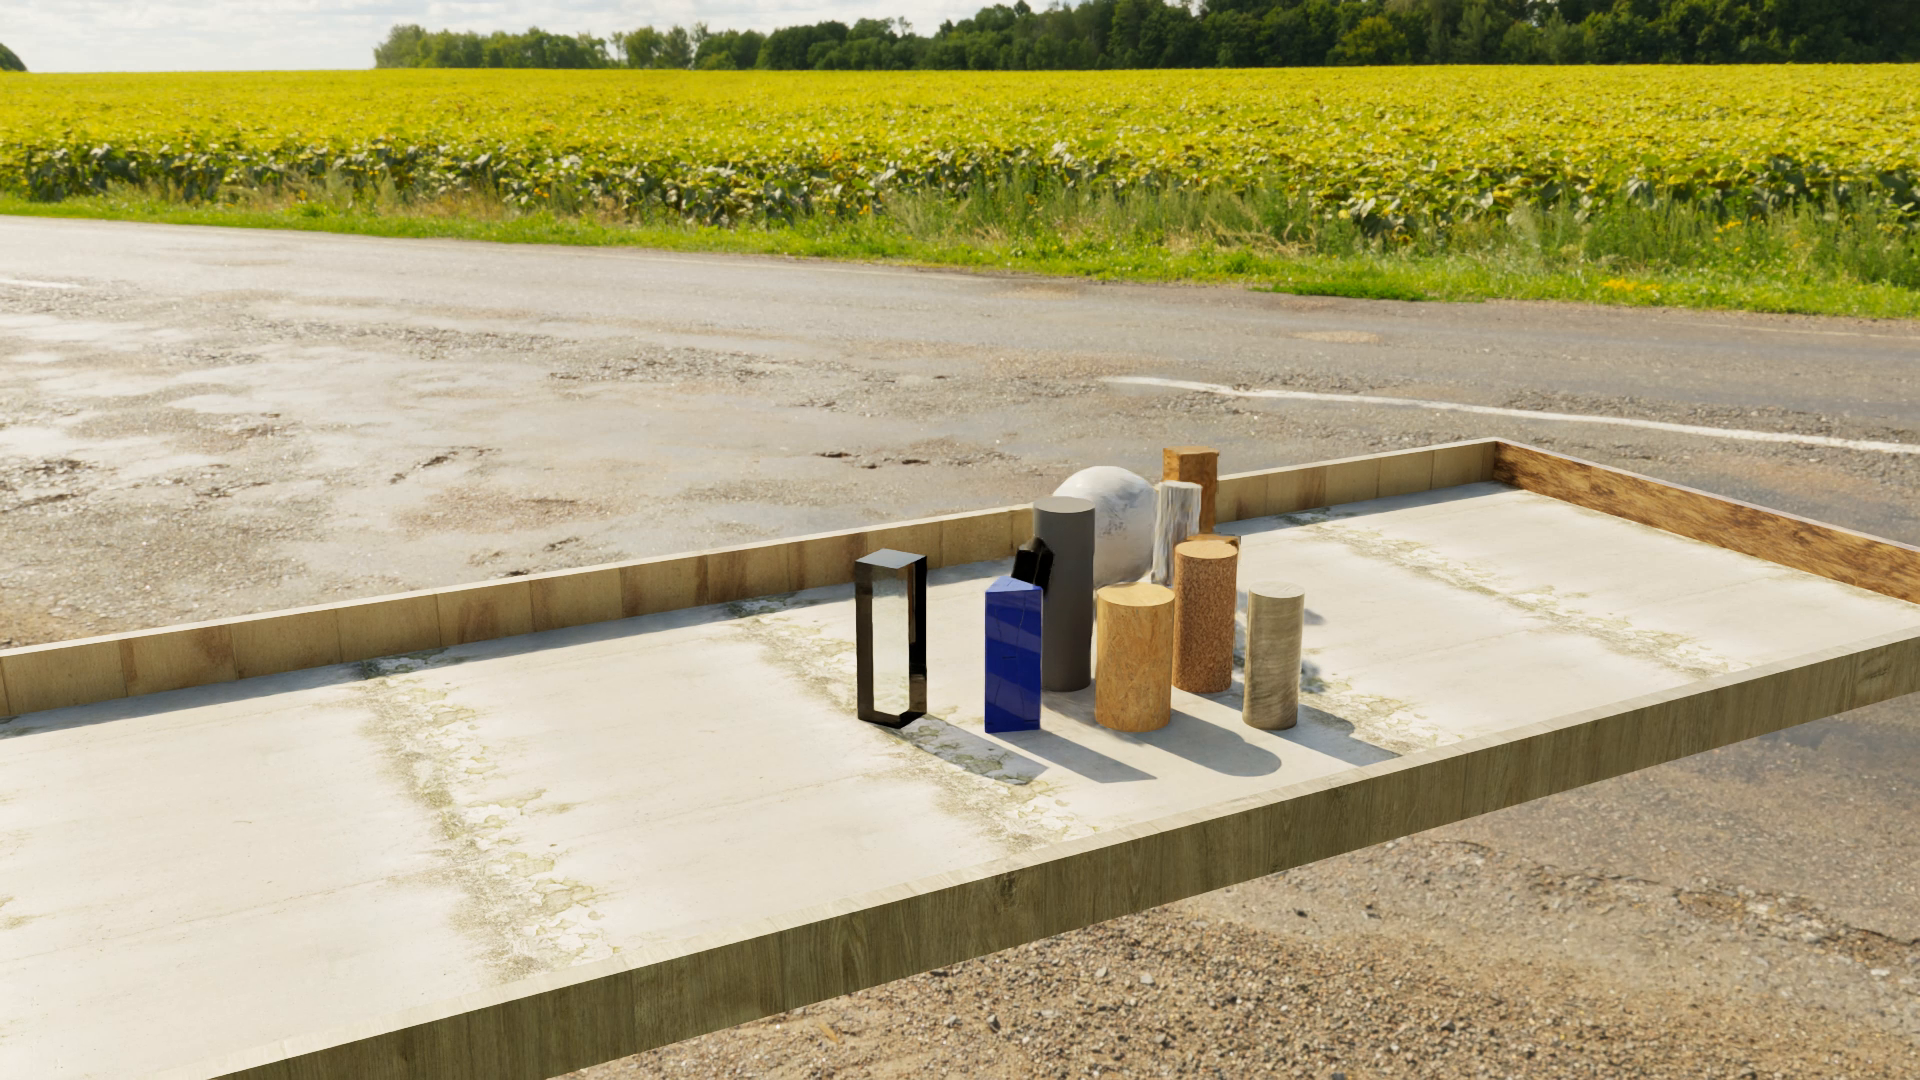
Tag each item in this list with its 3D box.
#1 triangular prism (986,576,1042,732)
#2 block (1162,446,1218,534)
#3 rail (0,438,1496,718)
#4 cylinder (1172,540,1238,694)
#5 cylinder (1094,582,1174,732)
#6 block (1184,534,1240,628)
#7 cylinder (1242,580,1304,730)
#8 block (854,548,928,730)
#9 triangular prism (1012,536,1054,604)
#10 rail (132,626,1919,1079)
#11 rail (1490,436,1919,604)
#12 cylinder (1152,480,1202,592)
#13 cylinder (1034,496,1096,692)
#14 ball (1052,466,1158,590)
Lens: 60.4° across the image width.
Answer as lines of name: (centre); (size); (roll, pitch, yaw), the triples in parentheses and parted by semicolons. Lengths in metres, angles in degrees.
triangular prism: (0.112, 0.263, 3.847); (0.132, 0.345, 0.115); (-3, 17, -10)
block: (0.667, -0.066, 4.844); (0.119, 0.402, 0.119); (-2, 13, -16)
rail: (-3.305, 0.497, 3.399); (12.000, 0.150, 0.050); (-9, 18, -27)
cylinder: (0.604, 0.190, 4.090); (0.152, 0.348, 0.152); (0, 16, 0)
cylinder: (0.410, 0.273, 3.876); (0.178, 0.309, 0.178); (0, 16, 0)
block: (0.650, 0.144, 4.302); (0.105, 0.301, 0.105); (8, 13, 35)
cylinder: (0.732, 0.270, 3.857); (0.127, 0.326, 0.127); (0, 16, 0)
block: (-0.161, 0.231, 3.872); (0.119, 0.393, 0.119); (10, 19, 30)
triangular prism: (0.153, 0.172, 4.064); (0.088, 0.381, 0.076); (10, 30, -1)
rail: (-2.336, 1.006, 1.665); (12.000, 0.150, 0.050); (-9, 18, -27)
rail: (2.466, -0.048, 5.253); (0.050, 0.150, 2.100); (-9, 18, -27)
cylinder: (0.581, 0.047, 4.467); (0.114, 0.400, 0.114); (4, 10, -1)
cylinder: (0.254, 0.134, 4.082); (0.150, 0.460, 0.150); (0, 16, 0)
ball: (0.414, -0.034, 4.700); (0.356, 0.356, 0.356); (0, 16, 0)
